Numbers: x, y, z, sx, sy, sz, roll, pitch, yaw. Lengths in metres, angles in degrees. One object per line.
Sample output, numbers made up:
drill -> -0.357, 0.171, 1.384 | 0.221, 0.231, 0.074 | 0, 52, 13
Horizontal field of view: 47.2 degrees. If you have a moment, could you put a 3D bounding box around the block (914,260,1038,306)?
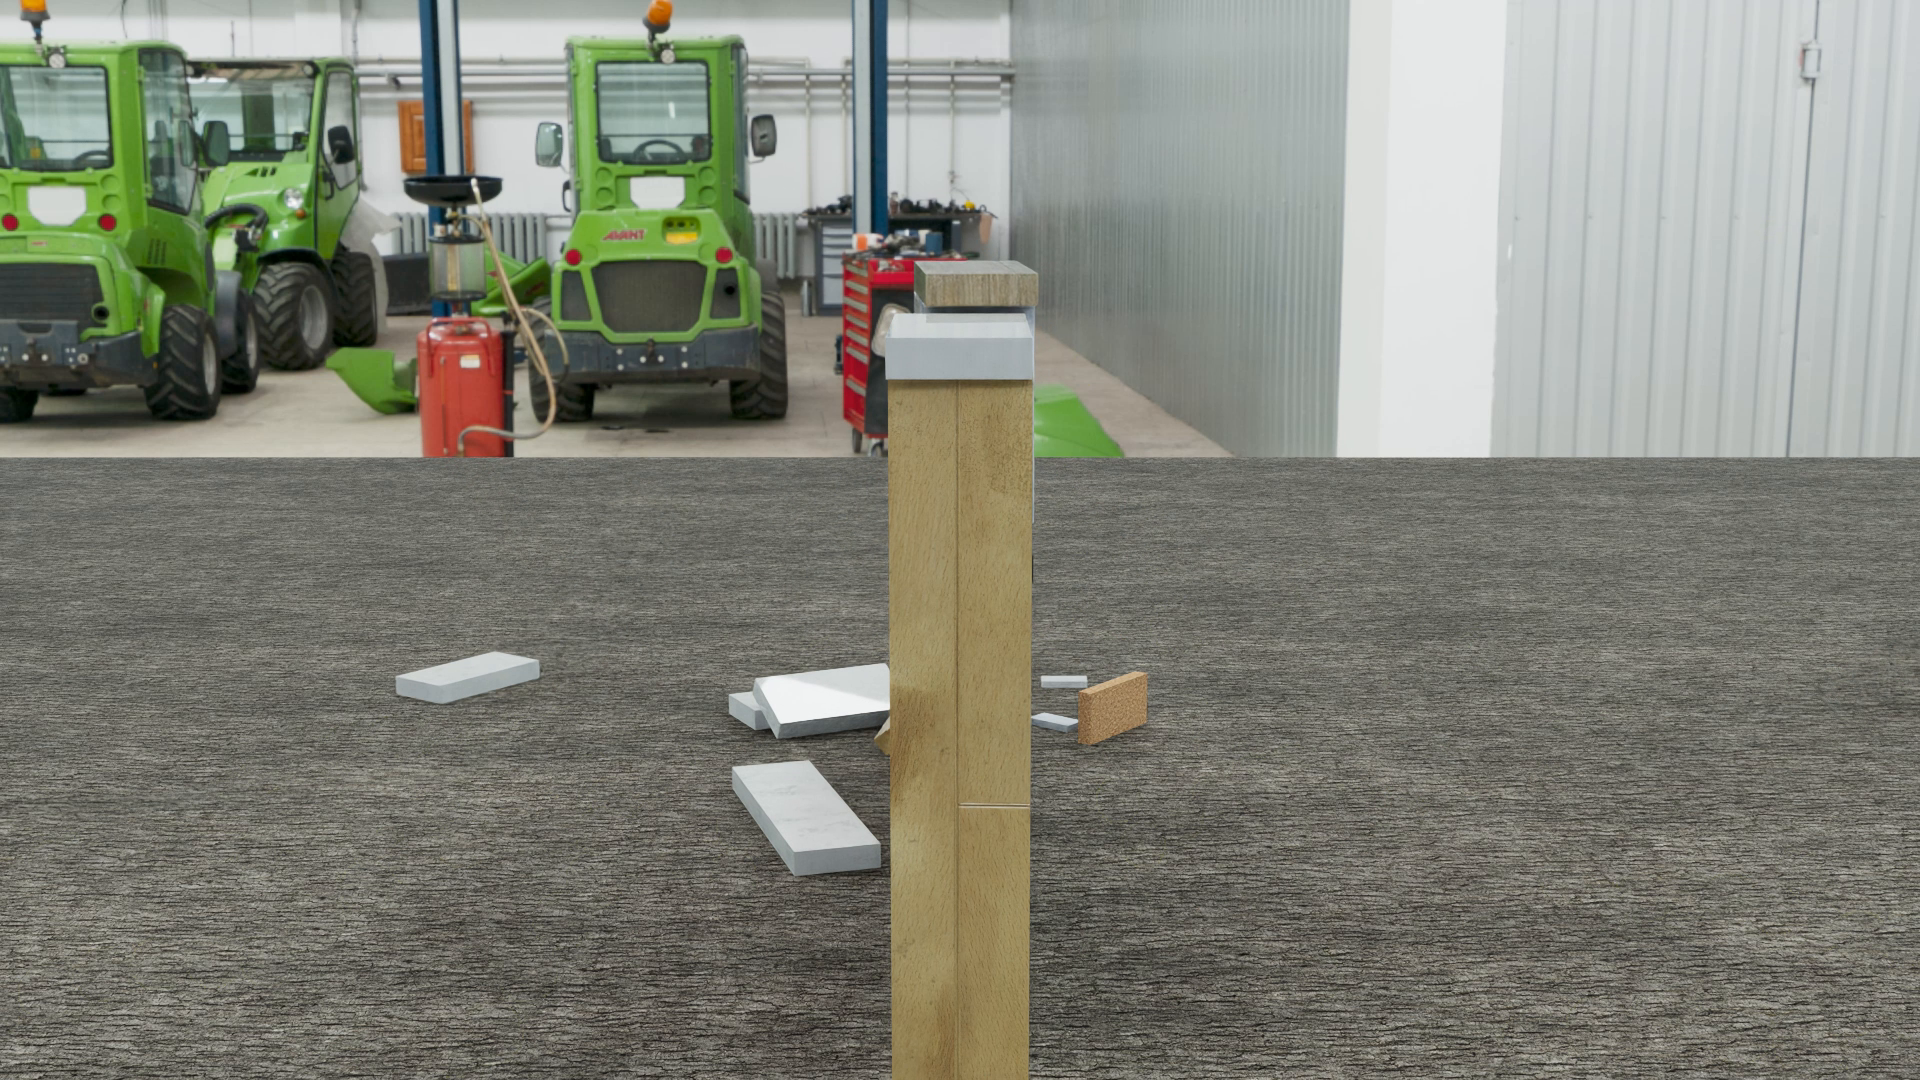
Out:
block -> 0.021, -0.407, 3.476 | 0.170, 0.048, 0.340 | -1, 11, -4

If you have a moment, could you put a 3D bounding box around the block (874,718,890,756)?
block -> -0.075, 0.339, 4.588 | 0.148, 0.042, 0.297 | -36, 6, 21

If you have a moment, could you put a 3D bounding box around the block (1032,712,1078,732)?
block -> 0.205, 0.390, 4.704 | 0.104, 0.015, 0.052 | 9, 14, 40

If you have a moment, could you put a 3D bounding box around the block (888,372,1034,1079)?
block -> 0.001, 0.261, 2.832 | 0.180, 0.952, 0.051 | 0, 11, 2

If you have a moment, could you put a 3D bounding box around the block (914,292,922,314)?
block -> 0.010, -0.217, 3.635 | 0.170, 0.382, 0.048 | 0, 12, -1

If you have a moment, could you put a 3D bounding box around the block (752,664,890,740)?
block -> -0.273, 0.343, 4.709 | 0.305, 0.043, 0.153 | -5, 37, -27

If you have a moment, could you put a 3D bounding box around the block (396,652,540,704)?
block -> -1.126, 0.314, 5.039 | 0.148, 0.042, 0.297 | 7, 13, 35

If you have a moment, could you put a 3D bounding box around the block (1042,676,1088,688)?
block -> 0.239, 0.326, 5.052 | 0.104, 0.015, 0.052 | 0, 11, 1

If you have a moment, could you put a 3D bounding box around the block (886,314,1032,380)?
block -> -0.001, -0.255, 2.863 | 0.180, 0.051, 0.359 | 0, 11, 0

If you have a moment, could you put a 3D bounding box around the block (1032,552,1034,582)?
block -> 0.033, 0.015, 3.313 | 0.145, 0.041, 0.290 | 0, 11, 0

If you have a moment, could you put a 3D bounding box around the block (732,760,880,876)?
block -> -0.289, 0.502, 4.024 | 0.153, 0.043, 0.534 | -3, 11, -17

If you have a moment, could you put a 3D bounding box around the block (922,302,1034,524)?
block -> 0.028, -0.196, 3.406 | 0.170, 0.340, 0.048 | -1, 9, -6

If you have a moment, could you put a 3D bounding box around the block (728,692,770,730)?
block -> -0.334, 0.358, 4.802 | 0.305, 0.043, 0.153 | -5, 12, -27

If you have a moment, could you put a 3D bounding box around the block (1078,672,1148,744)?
block -> 0.324, 0.354, 4.642 | 0.031, 0.109, 0.219 | 8, 13, 36
